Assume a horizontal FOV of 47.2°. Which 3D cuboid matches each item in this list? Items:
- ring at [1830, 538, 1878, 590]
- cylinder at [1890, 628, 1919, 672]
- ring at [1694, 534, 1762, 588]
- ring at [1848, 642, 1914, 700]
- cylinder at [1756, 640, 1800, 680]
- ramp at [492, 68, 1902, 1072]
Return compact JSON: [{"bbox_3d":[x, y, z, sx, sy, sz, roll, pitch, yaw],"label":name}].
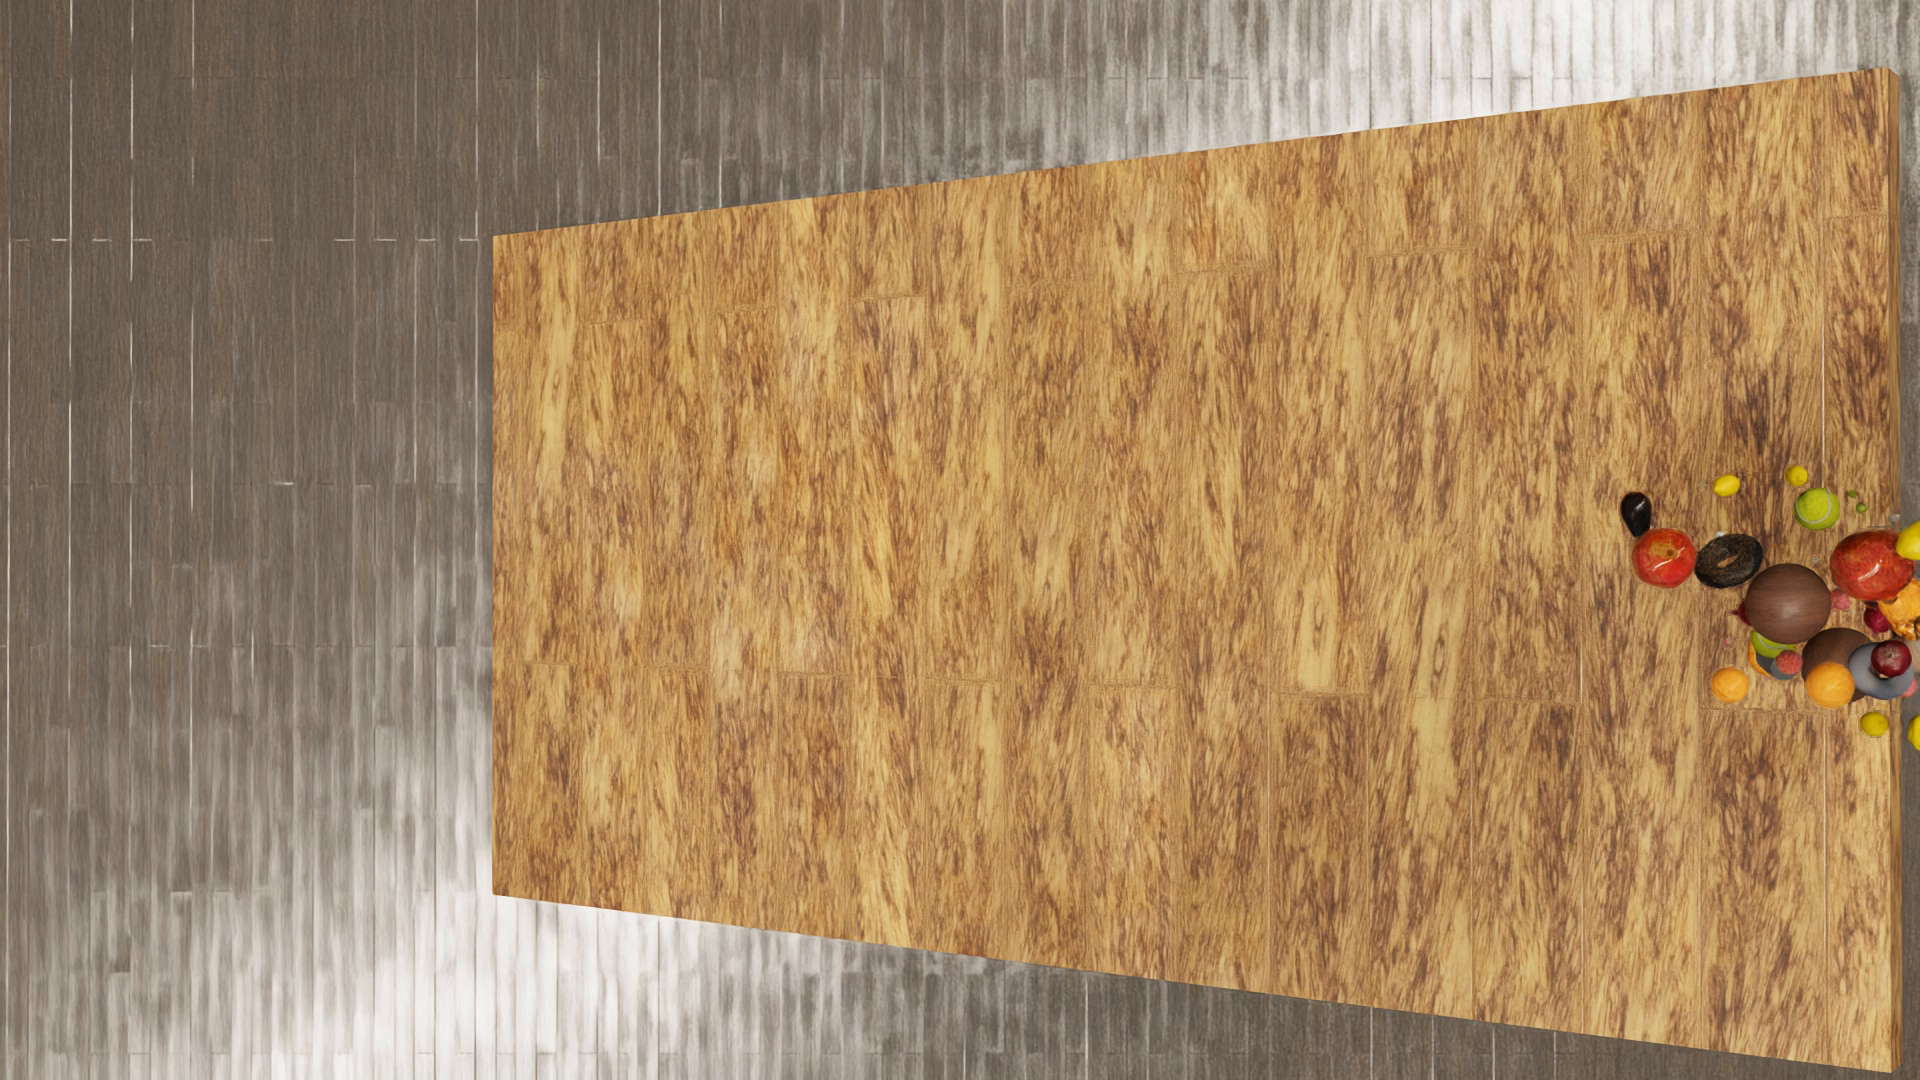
[{"bbox_3d":[1.700,0.046,4.178,0.036,0.109,0.109,23,90,-13],"label":"ring"},{"bbox_3d":[1.650,0.188,3.780,0.068,0.068,0.068,-30,90,34],"label":"cylinder"},{"bbox_3d":[1.456,0.040,4.168,0.131,0.131,0.044,-37,118,0],"label":"ring"},{"bbox_3d":[1.512,0.215,3.612,0.103,0.103,0.034,52,47,0],"label":"ring"},{"bbox_3d":[1.398,0.206,3.759,0.053,0.053,0.053,-2,109,-7],"label":"cylinder"},{"bbox_3d":[0.243,0.067,5.568,4.000,0.100,2.000,0,89,35],"label":"ramp"}]
